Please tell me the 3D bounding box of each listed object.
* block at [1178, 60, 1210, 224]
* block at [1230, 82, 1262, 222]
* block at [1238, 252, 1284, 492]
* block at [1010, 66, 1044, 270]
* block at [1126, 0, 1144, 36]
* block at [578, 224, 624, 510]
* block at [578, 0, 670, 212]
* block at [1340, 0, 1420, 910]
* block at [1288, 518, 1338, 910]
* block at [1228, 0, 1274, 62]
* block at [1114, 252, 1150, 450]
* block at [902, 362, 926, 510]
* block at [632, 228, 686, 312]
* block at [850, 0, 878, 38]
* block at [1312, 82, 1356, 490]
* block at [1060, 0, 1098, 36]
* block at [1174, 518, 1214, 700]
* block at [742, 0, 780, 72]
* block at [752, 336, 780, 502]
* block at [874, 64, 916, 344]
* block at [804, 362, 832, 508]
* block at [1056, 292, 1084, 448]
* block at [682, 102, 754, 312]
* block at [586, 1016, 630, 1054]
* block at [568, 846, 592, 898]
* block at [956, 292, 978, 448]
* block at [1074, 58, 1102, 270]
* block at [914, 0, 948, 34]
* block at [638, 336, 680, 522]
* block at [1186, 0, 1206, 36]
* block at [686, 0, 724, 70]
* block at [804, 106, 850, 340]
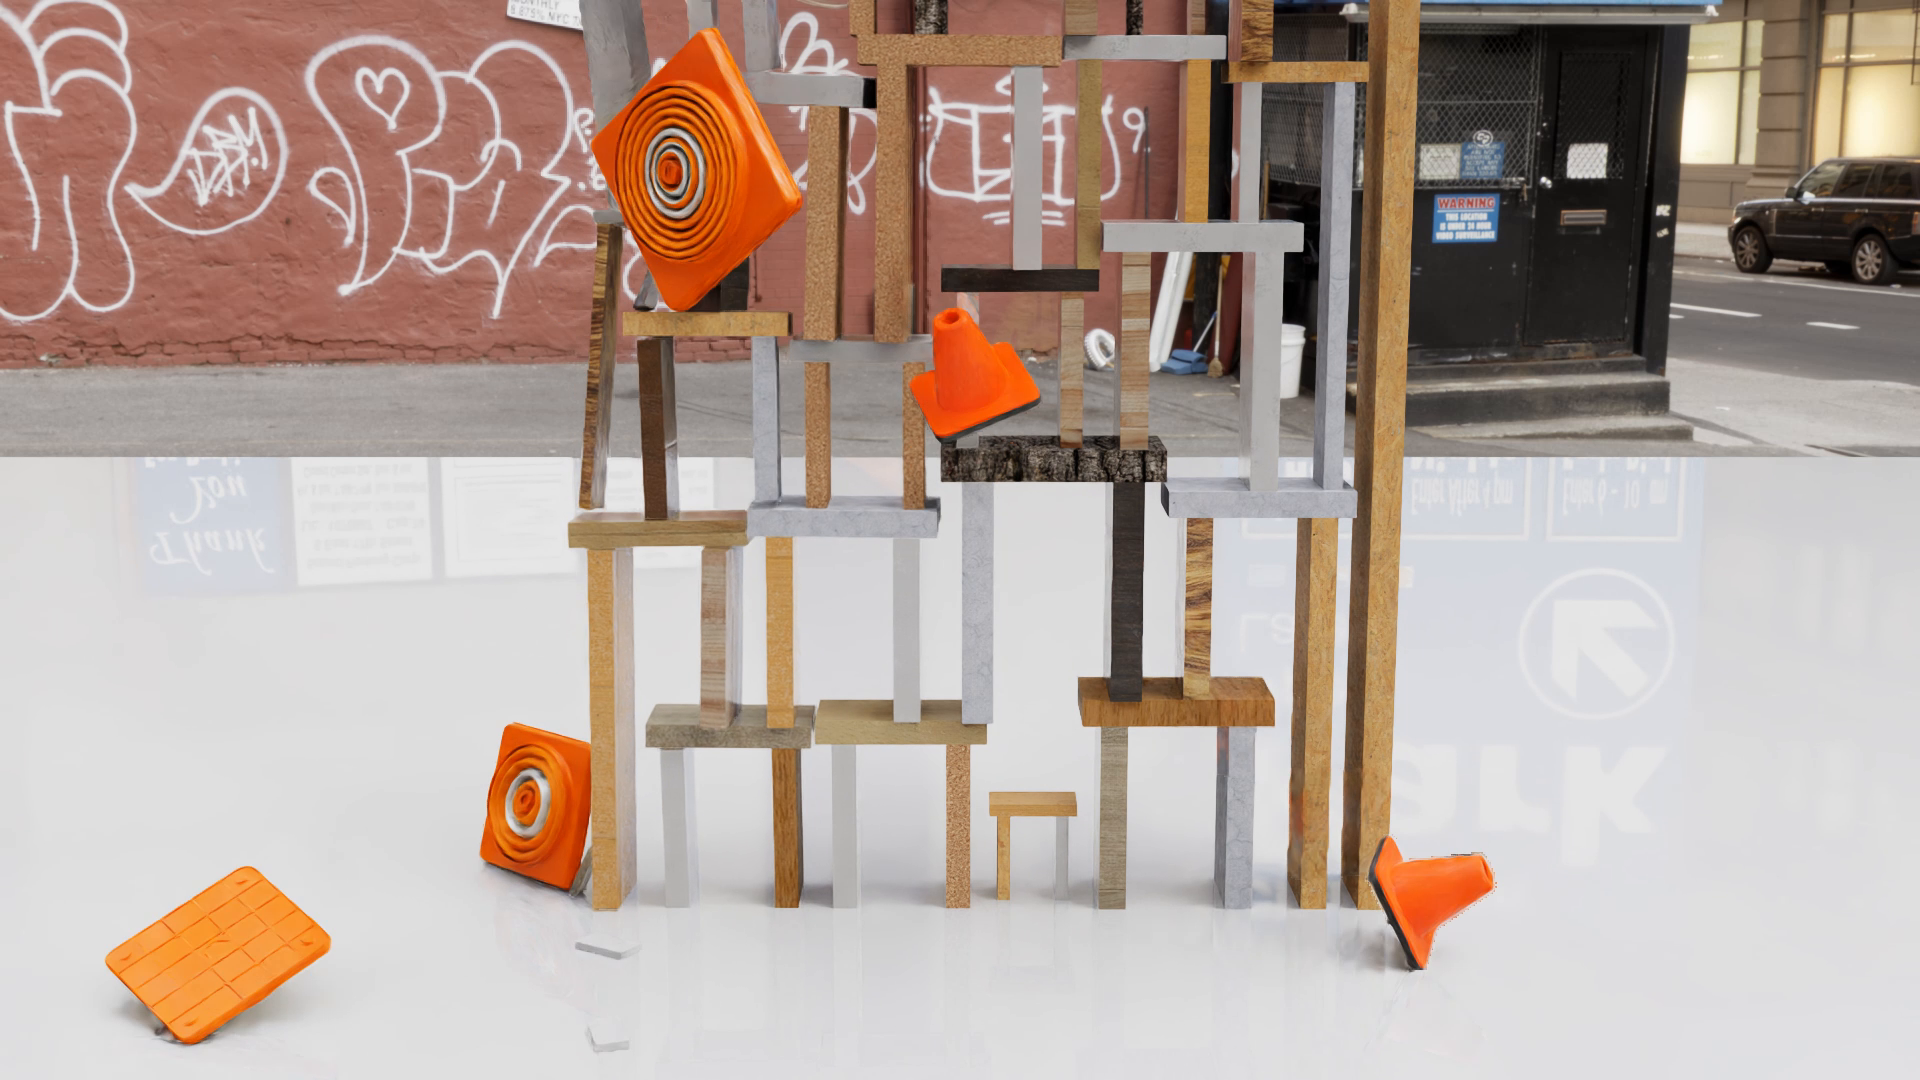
[{"bbox_3d":[0.366,-0.625,3.446,0.035,0.248,0.124,0,11,0],"label":"block"},{"bbox_3d":[0.448,-0.607,3.443,0.030,0.214,0.107,0,11,0],"label":"block"},{"bbox_3d":[0.479,-0.275,3.511,0.044,0.375,0.154,0,11,0],"label":"block"},{"bbox_3d":[0.103,-0.584,3.450,0.044,0.310,0.155,0,11,-1],"label":"block"},{"bbox_3d":[0.271,-0.852,3.406,0.020,0.143,0.072,0,11,0],"label":"block"},{"bbox_3d":[-0.581,-0.280,3.563,0.019,0.459,0.068,5,3,11],"label":"block"},{"bbox_3d":[-0.552,-0.768,3.556,0.037,0.479,0.130,-15,14,-38],"label":"block"},{"bbox_3d":[0.673,-0.241,3.520,0.047,1.688,0.167,0,11,0],"label":"block"},{"bbox_3d":[0.578,0.271,3.609,0.042,0.649,0.148,0,11,0],"label":"block"},{"bbox_3d":[0.451,-0.907,3.396,0.047,0.333,0.166,0,11,0],"label":"block"},{"bbox_3d":[0.273,-0.308,3.505,0.044,0.309,0.154,0,11,0],"label":"block"},{"bbox_3d":[-0.073,-0.174,3.531,0.033,0.232,0.116,0,10,1],"label":"block"},{"bbox_3d":[-0.486,-0.435,3.553,0.019,0.135,0.068,24,-8,-22],"label":"block"},{"bbox_3d":[-0.149,-0.911,3.390,0.037,0.261,0.131,0,11,0],"label":"block"},{"bbox_3d":[0.591,-0.401,3.481,0.030,0.633,0.107,0,11,0],"label":"block"},{"bbox_3d":[0.185,-0.951,3.388,0.049,0.344,0.172,0,11,0],"label":"block"},{"bbox_3d":[0.380,0.098,3.577,0.042,0.297,0.148,0,11,0],"label":"block"},{"bbox_3d":[-0.315,-0.897,3.414,0.037,0.326,0.131,-2,14,3],"label":"block"},{"bbox_3d":[-0.311,-0.196,3.538,0.037,0.259,0.130,-1,5,-3],"label":"block"},{"bbox_3d":[-0.103,-0.530,3.461,0.044,0.425,0.155,2,11,4],"label":"block"},{"bbox_3d":[-0.228,-0.175,3.532,0.033,0.232,0.116,0,10,0],"label":"block"},{"bbox_3d":[0.176,-0.277,3.511,0.035,0.247,0.123,0,11,0],"label":"block"},{"bbox_3d":[-0.389,-0.528,3.529,0.046,0.327,0.163,0,5,-29],"label":"block"},{"bbox_3d":[-0.494,0.692,3.081,0.046,0.013,0.092,-3,11,-18],"label":"block"},{"bbox_3d":[-0.621,0.546,3.662,0.013,0.092,0.046,28,15,7],"label":"block"},{"bbox_3d":[0.011,-0.277,3.511,0.035,0.247,0.123,0,11,0],"label":"block"},{"bbox_3d":[0.200,-0.590,3.452,0.035,0.319,0.124,0,11,0],"label":"block"},{"bbox_3d":[-0.044,-0.952,3.388,0.049,0.345,0.172,0,11,0],"label":"block"},{"bbox_3d":[-0.485,-0.181,3.542,0.037,0.287,0.130,-1,7,1],"label":"block"},{"bbox_3d":[0.366,-0.852,3.406,0.020,0.143,0.072,0,11,0],"label":"block"},{"bbox_3d":[-0.404,-0.866,3.420,0.037,0.260,0.130,-5,13,-1],"label":"block"},{"bbox_3d":[-0.210,-0.502,3.473,0.046,0.358,0.163,2,10,3],"label":"block"}]
